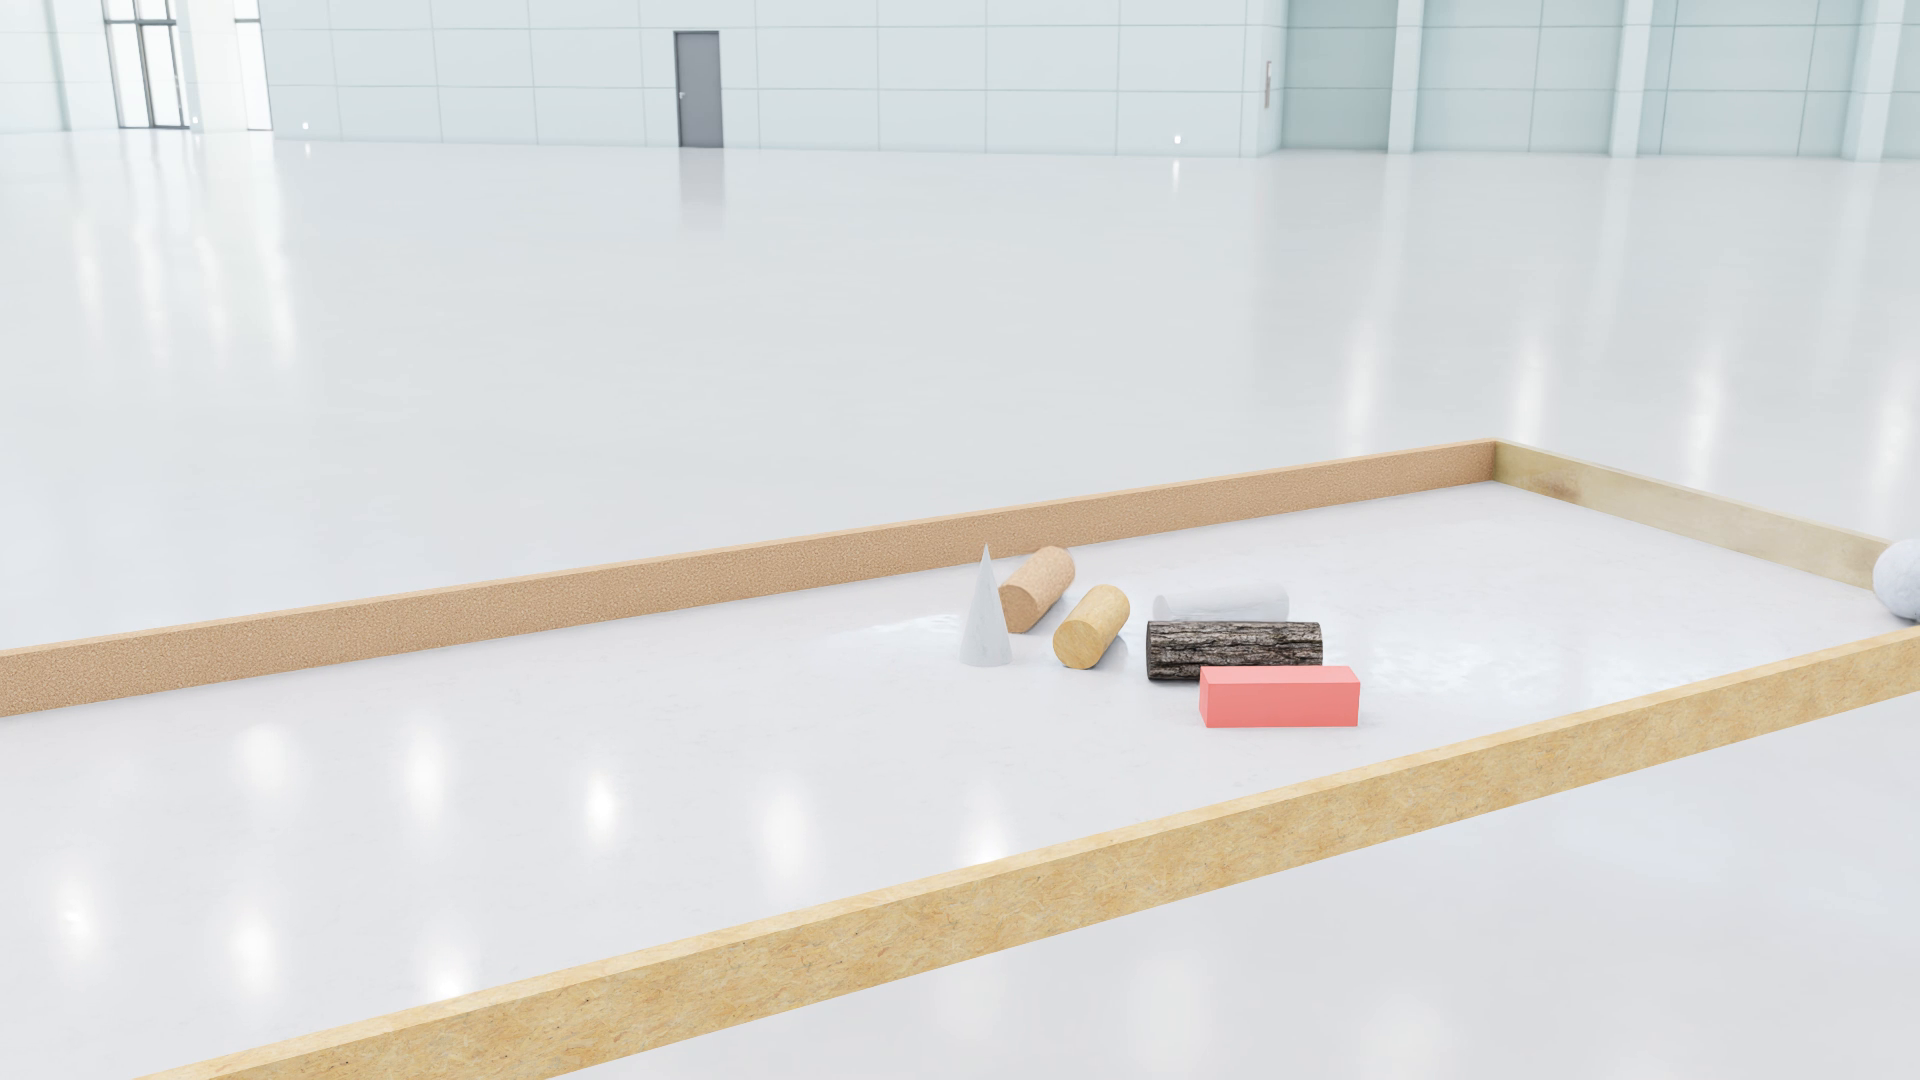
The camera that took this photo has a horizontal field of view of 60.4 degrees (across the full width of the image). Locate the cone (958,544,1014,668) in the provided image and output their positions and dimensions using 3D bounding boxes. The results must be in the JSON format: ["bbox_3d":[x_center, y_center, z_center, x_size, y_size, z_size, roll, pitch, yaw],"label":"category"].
[{"bbox_3d":[0.067,0.155,4.267,0.149,0.316,0.149,0,16,0],"label":"cone"}]

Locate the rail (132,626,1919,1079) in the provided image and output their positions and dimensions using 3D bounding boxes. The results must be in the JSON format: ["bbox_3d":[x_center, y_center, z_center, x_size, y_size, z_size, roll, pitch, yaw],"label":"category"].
[{"bbox_3d":[-2.336,1.006,1.665,12.000,0.150,0.050,-9,18,-27],"label":"rail"}]

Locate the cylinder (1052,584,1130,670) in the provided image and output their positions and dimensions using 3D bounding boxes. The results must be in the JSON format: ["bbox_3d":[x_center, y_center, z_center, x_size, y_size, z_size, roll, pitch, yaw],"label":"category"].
[{"bbox_3d":[0.350,0.226,4.353,0.133,0.133,0.313,5,17,18],"label":"cylinder"}]

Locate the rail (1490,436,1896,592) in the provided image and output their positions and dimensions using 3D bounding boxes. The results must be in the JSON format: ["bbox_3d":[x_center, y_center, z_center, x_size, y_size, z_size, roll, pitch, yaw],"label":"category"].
[{"bbox_3d":[2.466,-0.048,5.253,0.050,0.150,2.100,-9,18,-27],"label":"rail"}]

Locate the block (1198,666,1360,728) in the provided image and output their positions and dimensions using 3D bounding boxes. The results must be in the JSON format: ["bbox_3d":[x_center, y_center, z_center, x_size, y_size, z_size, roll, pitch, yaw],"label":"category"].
[{"bbox_3d":[0.753,0.370,3.901,0.355,0.111,0.111,0,16,-1],"label":"block"}]

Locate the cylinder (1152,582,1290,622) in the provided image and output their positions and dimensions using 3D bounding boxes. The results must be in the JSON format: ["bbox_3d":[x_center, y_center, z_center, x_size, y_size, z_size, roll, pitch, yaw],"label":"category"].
[{"bbox_3d":[0.715,0.189,4.511,0.358,0.113,0.113,-5,17,-18],"label":"cylinder"}]

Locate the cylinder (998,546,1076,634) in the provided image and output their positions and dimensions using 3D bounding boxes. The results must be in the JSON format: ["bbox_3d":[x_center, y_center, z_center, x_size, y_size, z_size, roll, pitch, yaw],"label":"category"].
[{"bbox_3d":[0.207,0.136,4.645,0.139,0.139,0.387,6,17,18],"label":"cylinder"}]

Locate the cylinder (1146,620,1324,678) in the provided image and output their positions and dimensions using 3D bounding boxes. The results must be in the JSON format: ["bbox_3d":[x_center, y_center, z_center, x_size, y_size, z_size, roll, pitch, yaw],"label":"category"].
[{"bbox_3d":[0.687,0.277,4.153,0.424,0.146,0.146,0,16,1],"label":"cylinder"}]

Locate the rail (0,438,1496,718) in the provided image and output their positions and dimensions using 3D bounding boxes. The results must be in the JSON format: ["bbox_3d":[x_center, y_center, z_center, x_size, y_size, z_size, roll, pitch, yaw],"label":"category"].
[{"bbox_3d":[-3.305,0.497,3.399,12.000,0.150,0.050,-9,18,-27],"label":"rail"}]

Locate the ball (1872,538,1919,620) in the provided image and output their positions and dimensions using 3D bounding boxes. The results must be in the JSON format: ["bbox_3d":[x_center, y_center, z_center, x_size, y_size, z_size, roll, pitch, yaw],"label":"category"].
[{"bbox_3d":[2.664,0.109,4.579,0.229,0.229,0.229,0,16,0],"label":"ball"}]
